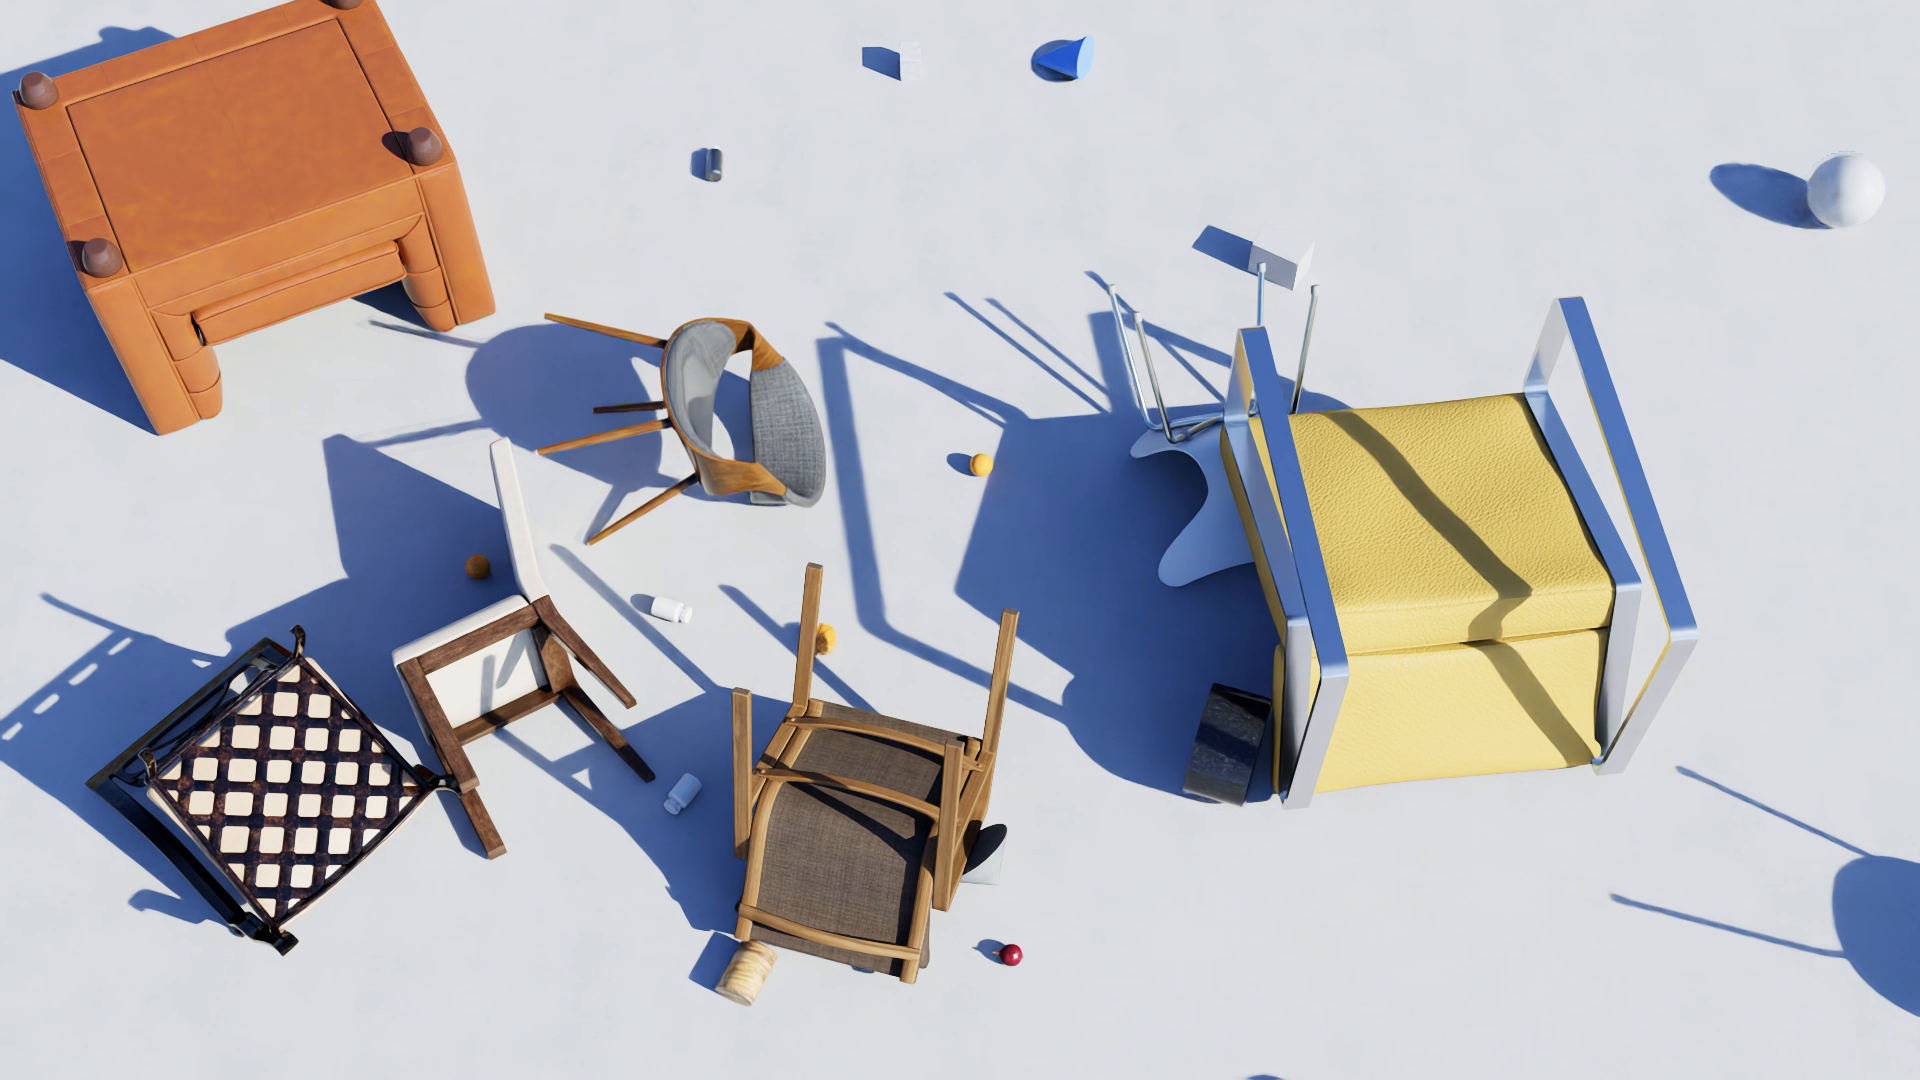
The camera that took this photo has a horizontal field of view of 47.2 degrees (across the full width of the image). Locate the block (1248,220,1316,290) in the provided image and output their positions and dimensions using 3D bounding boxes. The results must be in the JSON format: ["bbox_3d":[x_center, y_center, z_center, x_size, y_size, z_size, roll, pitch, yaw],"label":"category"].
[{"bbox_3d":[1.039,-0.920,7.114,0.165,0.129,0.120,28,60,17],"label":"block"}]

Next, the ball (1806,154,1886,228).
[{"bbox_3d":[2.897,-1.141,7.194,0.241,0.241,0.241,0,56,0],"label":"ball"}]

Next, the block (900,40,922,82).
[{"bbox_3d":[-0.172,-1.662,7.630,0.072,0.097,0.095,-2,56,-1],"label":"block"}]

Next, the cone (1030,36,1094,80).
[{"bbox_3d":[0.341,-1.675,7.663,0.203,0.112,0.236,1,42,21],"label":"cone"}]

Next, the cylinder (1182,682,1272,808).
[{"bbox_3d":[0.736,0.562,6.040,0.168,0.257,0.313,16,72,10],"label":"cylinder"}]

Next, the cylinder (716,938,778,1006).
[{"bbox_3d":[-0.559,1.133,5.766,0.108,0.079,0.149,19,58,16],"label":"cylinder"}]

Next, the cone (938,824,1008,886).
[{"bbox_3d":[0.068,0.887,5.931,0.231,0.204,0.122,-37,105,0],"label":"cone"}]
